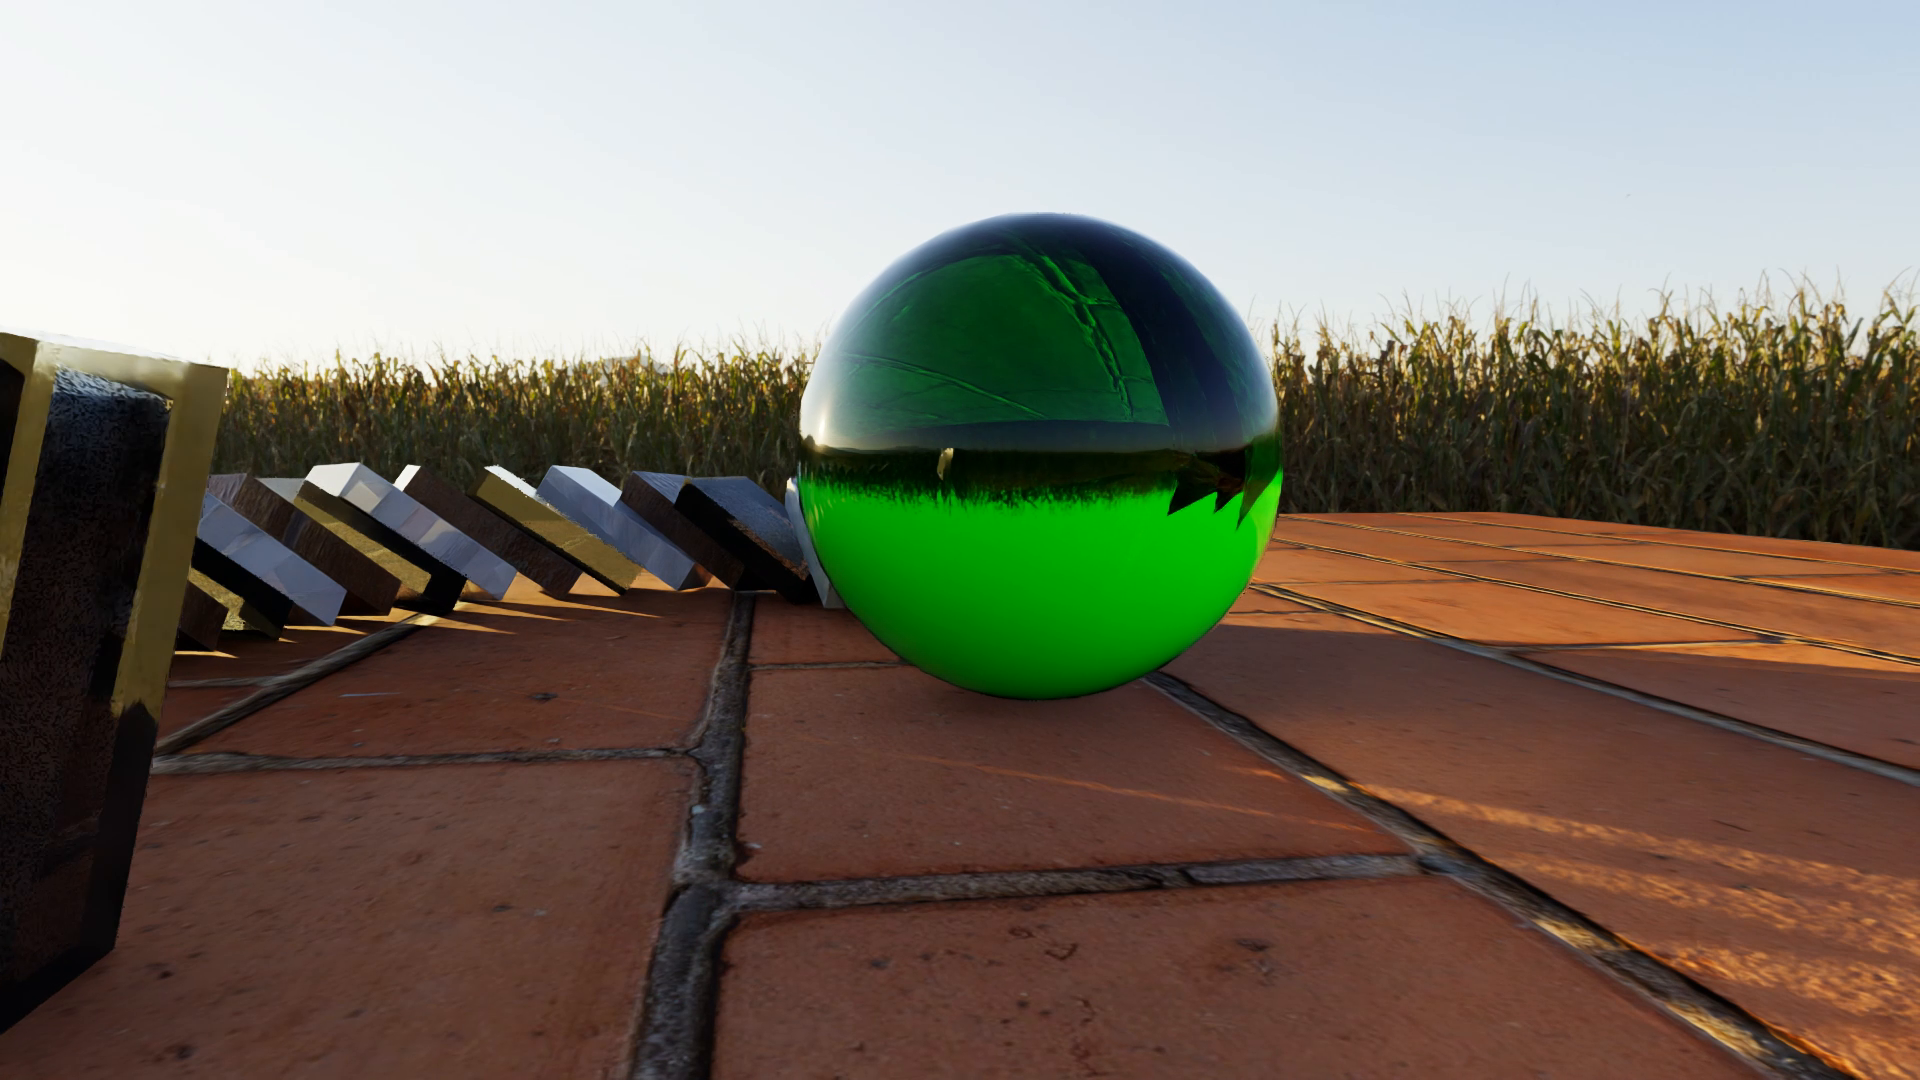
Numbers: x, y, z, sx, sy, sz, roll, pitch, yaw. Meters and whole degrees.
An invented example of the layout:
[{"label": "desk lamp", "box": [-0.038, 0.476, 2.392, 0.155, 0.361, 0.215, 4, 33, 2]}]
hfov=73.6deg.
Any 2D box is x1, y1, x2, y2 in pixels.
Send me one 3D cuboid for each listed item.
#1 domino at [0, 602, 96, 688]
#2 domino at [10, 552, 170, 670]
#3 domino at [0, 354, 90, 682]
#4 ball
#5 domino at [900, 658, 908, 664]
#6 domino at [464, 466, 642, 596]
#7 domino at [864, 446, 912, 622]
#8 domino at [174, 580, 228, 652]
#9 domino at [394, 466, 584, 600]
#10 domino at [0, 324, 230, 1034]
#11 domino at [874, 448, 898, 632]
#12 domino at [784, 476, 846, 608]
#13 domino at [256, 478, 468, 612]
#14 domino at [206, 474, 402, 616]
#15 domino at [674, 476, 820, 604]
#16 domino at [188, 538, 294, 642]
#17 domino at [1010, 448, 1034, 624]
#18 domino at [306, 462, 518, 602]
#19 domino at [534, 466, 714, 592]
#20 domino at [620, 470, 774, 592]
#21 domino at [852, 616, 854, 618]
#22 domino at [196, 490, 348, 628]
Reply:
[{"label": "domino", "box": [-0.167, 0.011, 0.203, 0.025, 0.010, 0.050, 0, -24, 3]}, {"label": "domino", "box": [-0.167, 0.010, 0.223, 0.025, 0.009, 0.050, 0, -25, 7]}, {"label": "domino", "box": [-0.082, 0.010, 0.092, 0.010, 0.050, 0.025, 18, 3, -5]}, {"label": "ball", "box": [0.013, -0.013, 0.213, 0.080, 0.080, 0.080, 0, 4, 0]}, {"label": "domino", "box": [0.000, 0.002, 0.262, 0.025, 0.010, 0.050, 0, 48, -5]}, {"label": "domino", "box": [-0.114, -0.003, 0.364, 0.050, 0.009, 0.025, 34, -3, -11]}, {"label": "domino", "box": [-0.010, -0.002, 0.317, 0.025, 0.009, 0.050, 0, 48, -9]}, {"label": "domino", "box": [-0.165, 0.006, 0.241, 0.025, 0.010, 0.050, 0, -29, 7]}, {"label": "domino", "box": [-0.130, -0.002, 0.350, 0.050, 0.010, 0.025, 38, -15, -27]}, {"label": "domino", "box": [-0.069, 0.010, 0.094, 0.010, 0.050, 0.025, 12, 2, -9]}, {"label": "domino", "box": [-0.006, -0.001, 0.304, 0.025, 0.010, 0.050, -1, 48, -10]}, {"label": "domino", "box": [-0.030, 0.000, 0.347, 0.025, 0.010, 0.050, 0, 33, -22]}, {"label": "domino", "box": [-0.149, 0.002, 0.315, 0.025, 0.010, 0.050, 3, -27, 32]}, {"label": "domino", "box": [-0.156, 0.002, 0.294, 0.025, 0.009, 0.050, -1, -29, 19]}, {"label": "domino", "box": [-0.054, -0.001, 0.359, 0.050, 0.010, 0.025, 36, 21, 25]}, {"label": "domino", "box": [-0.164, 0.006, 0.261, 0.025, 0.010, 0.050, 1, -28, 15]}, {"label": "domino", "box": [0.002, 0.000, 0.290, 0.025, 0.009, 0.050, 0, 48, -5]}, {"label": "domino", "box": [-0.142, -0.001, 0.331, 0.025, 0.009, 0.050, 0, -32, 40]}, {"label": "domino", "box": [-0.095, -0.004, 0.372, 0.050, 0.009, 0.025, 33, 5, 6]}, {"label": "domino", "box": [-0.073, -0.003, 0.373, 0.050, 0.010, 0.025, 35, 15, 25]}, {"label": "domino", "box": [-0.019, -0.003, 0.330, 0.025, 0.010, 0.050, -1, 49, -16]}, {"label": "domino", "box": [-0.160, 0.004, 0.277, 0.025, 0.010, 0.050, 0, -29, 16]}]
